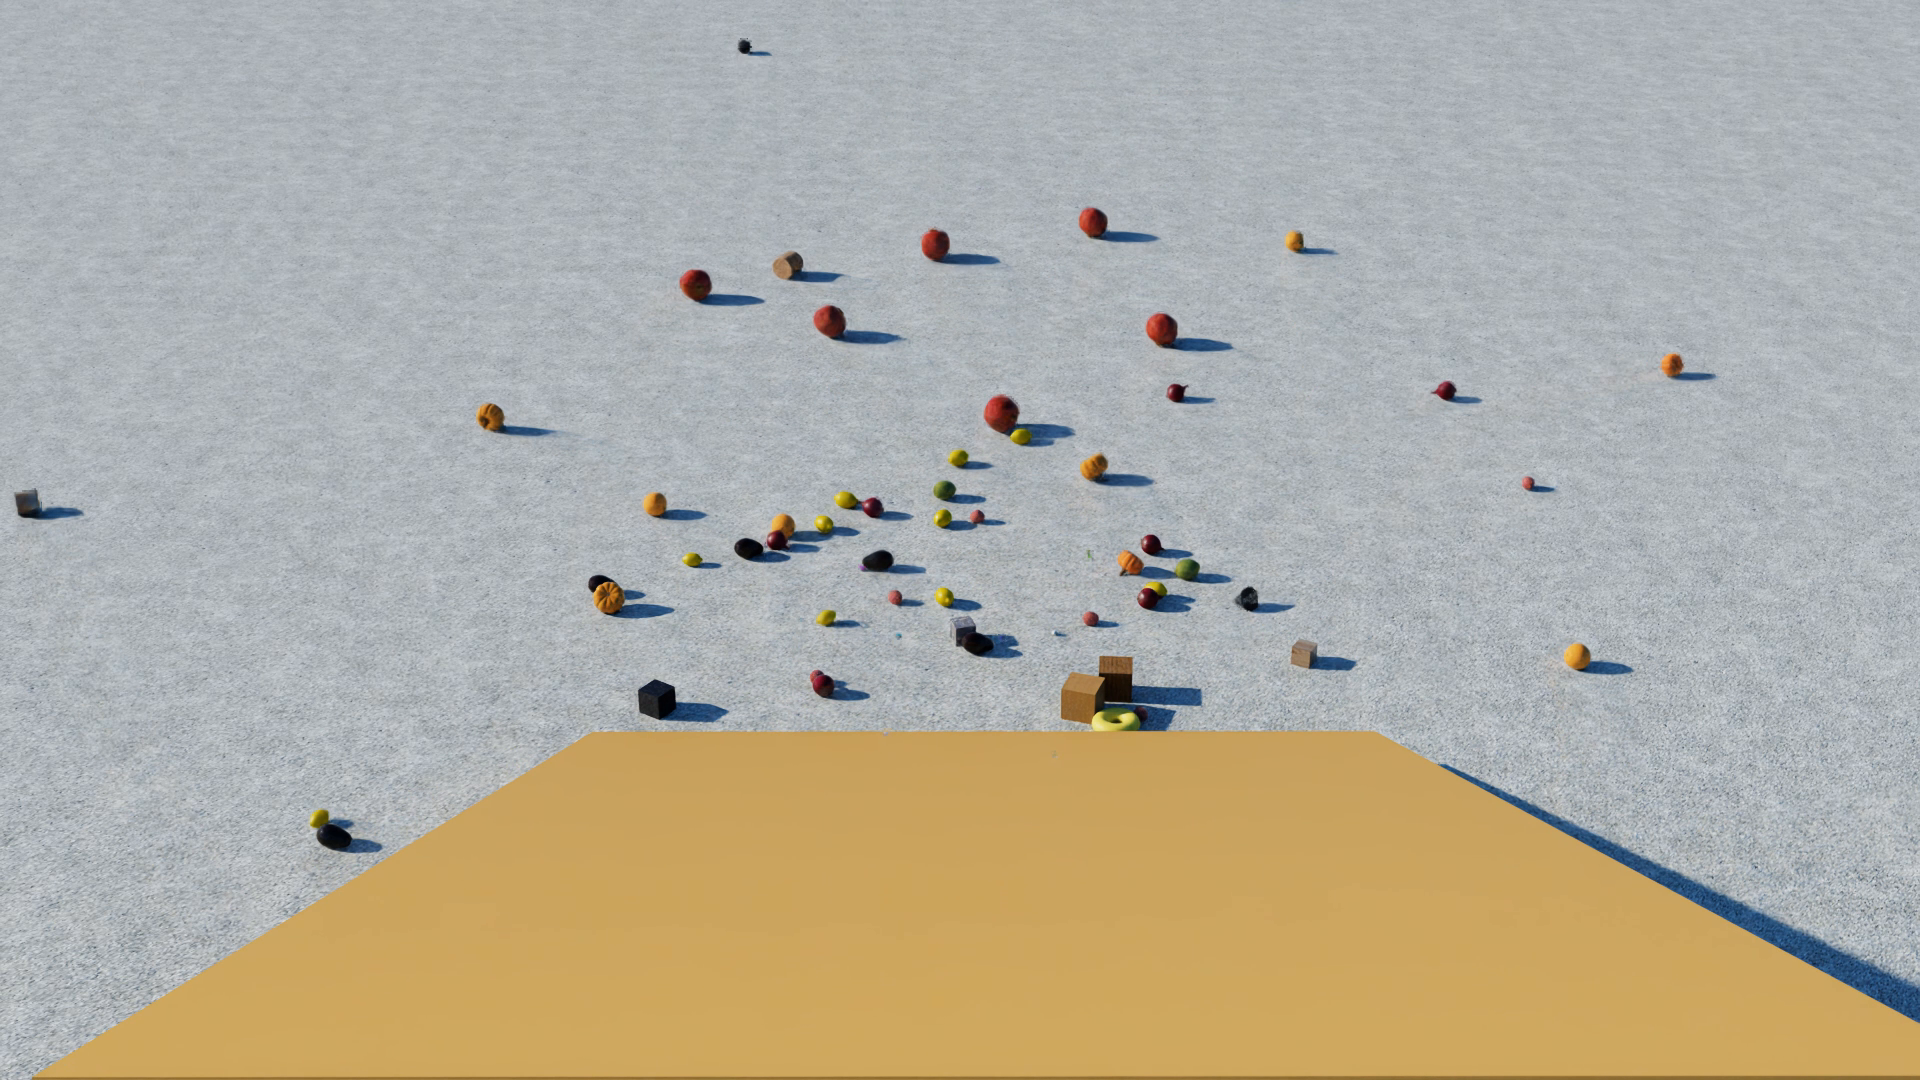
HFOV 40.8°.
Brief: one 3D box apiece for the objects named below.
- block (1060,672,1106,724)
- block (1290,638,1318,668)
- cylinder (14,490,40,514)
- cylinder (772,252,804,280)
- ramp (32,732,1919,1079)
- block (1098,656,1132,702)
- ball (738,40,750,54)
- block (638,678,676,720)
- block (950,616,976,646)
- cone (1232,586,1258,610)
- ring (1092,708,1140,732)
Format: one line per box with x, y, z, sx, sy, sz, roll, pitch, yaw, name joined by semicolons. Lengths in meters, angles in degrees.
0.325;0.418;6.829;0.092;0.092;0.092;9;29;17;block
0.942;0.311;7.073;0.054;0.054;0.054;15;31;26;block
-2.839;-0.113;7.865;0.065;0.065;0.065;-11;30;-20;cylinder
-0.635;-1.015;9.553;0.082;0.082;0.082;15;31;26;cylinder
0.063;0.565;4.604;2.000;0.100;4.000;0;1;0;ramp
0.416;0.373;6.918;0.090;0.090;0.090;2;28;3;block
-1.001;-2.287;11.983;0.060;0.060;0.060;0;28;0;ball
-0.803;0.423;6.846;0.069;0.069;0.069;18;33;30;block
0.009;0.253;7.177;0.058;0.058;0.058;-8;29;-14;block
0.801;0.170;7.364;0.071;0.071;0.071;-24;8;-38;cone
0.409;0.480;6.766;0.127;0.042;0.127;-1;27;0;ring
